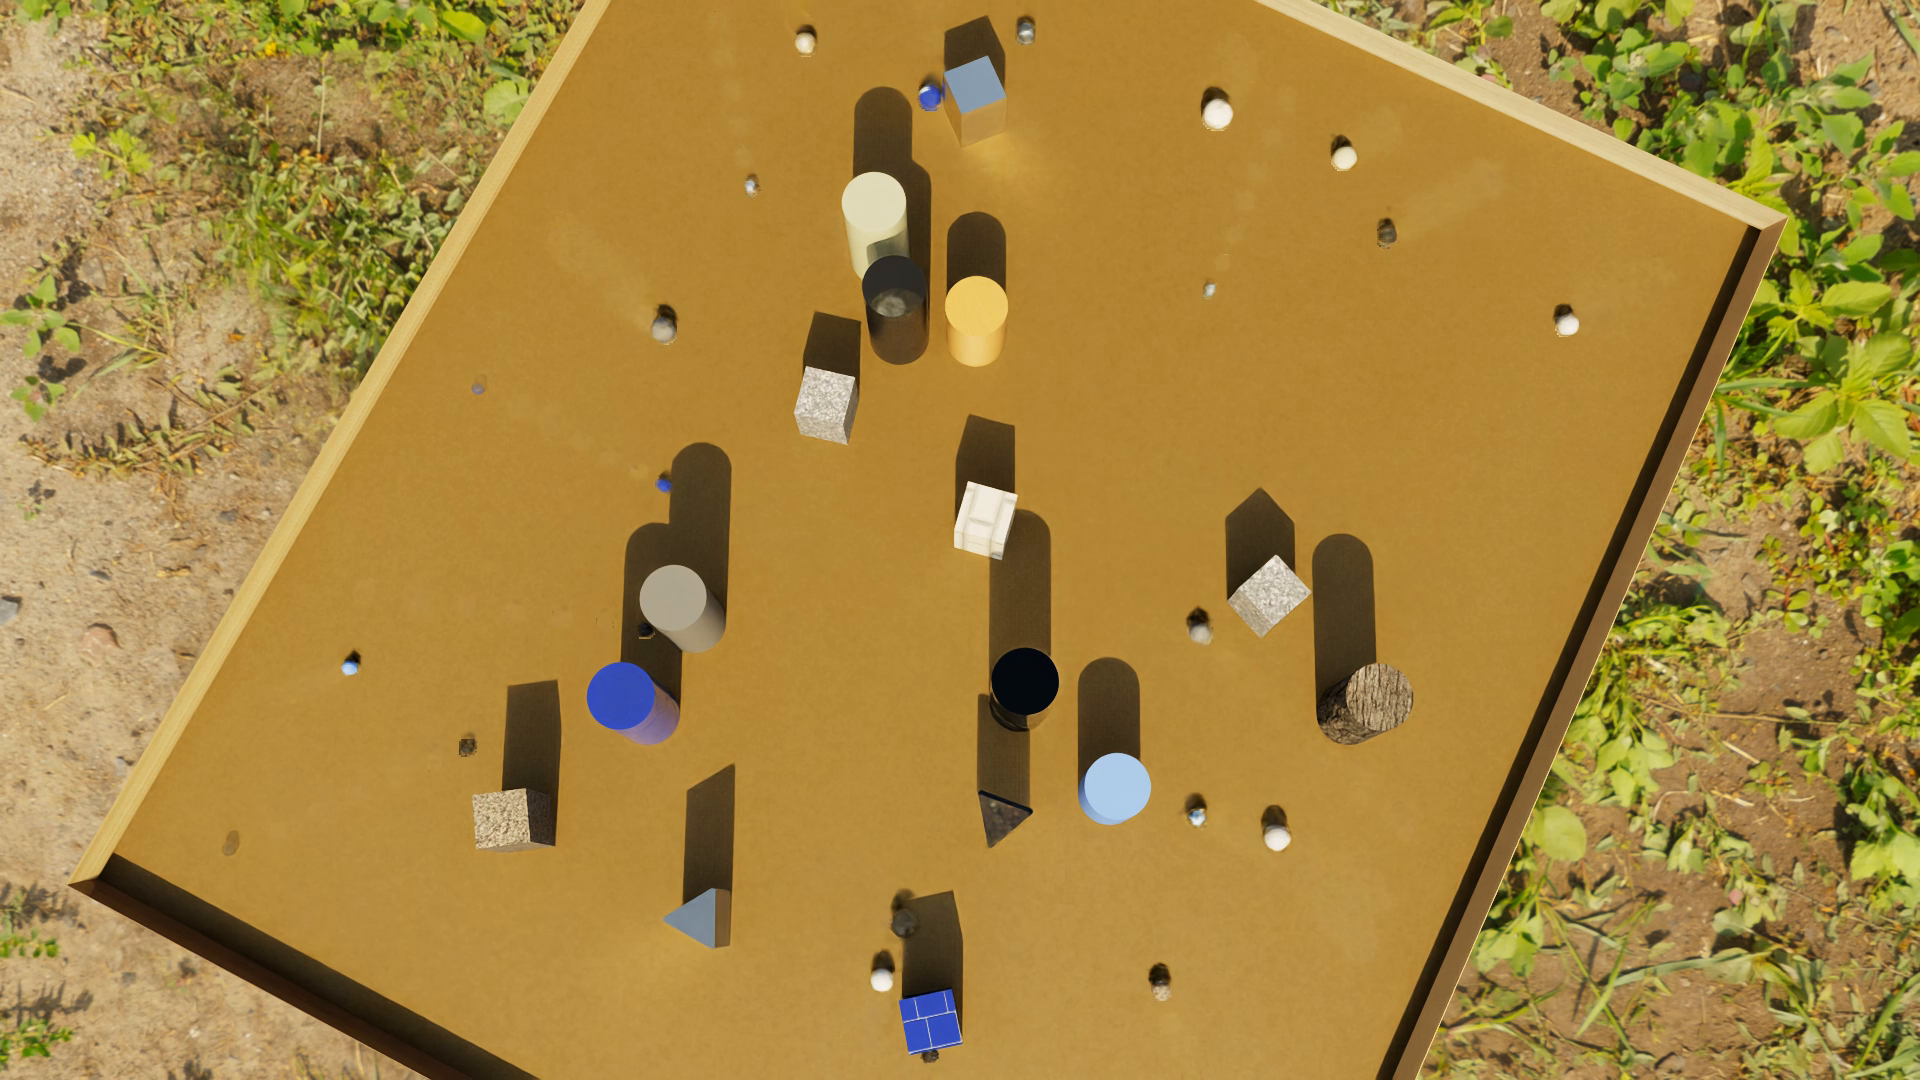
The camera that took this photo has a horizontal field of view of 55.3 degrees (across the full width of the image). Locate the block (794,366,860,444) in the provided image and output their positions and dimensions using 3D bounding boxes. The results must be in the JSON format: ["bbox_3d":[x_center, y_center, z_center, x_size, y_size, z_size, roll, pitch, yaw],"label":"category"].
[{"bbox_3d":[-0.404,-0.407,5.578,0.150,0.240,0.150,13,79,3],"label":"block"}]

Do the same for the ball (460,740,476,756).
[{"bbox_3d":[-1.469,0.619,5.466,0.044,0.044,0.044,0,78,0],"label":"ball"}]

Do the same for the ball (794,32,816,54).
[{"bbox_3d":[-0.499,-1.603,5.913,0.069,0.069,0.069,0,78,0],"label":"ball"}]

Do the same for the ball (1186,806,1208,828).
[{"bbox_3d":[0.700,0.820,5.415,0.063,0.063,0.063,0,78,0],"label":"ball"}]

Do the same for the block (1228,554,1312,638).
[{"bbox_3d":[0.918,0.171,5.456,0.150,0.246,0.150,-41,81,-8],"label":"block"}]

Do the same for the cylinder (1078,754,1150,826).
[{"bbox_3d":[0.445,0.725,5.315,0.188,0.296,0.188,0,78,0],"label":"cylinder"}]

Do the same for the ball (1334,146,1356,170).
[{"bbox_3d":[1.225,-1.217,5.830,0.074,0.074,0.074,0,78,0],"label":"ball"}]

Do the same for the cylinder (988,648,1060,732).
[{"bbox_3d":[0.180,0.437,5.288,0.188,0.466,0.188,0,78,0],"label":"cylinder"}]

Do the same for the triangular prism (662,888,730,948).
[{"bbox_3d":[-0.714,1.058,5.220,0.163,0.347,0.141,29,80,6],"label":"triangular prism"}]

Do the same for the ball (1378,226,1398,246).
[{"bbox_3d":[1.351,-0.959,5.784,0.060,0.060,0.060,0,78,0],"label":"ball"}]

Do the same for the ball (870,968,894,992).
[{"bbox_3d":[-0.226,1.276,5.318,0.068,0.068,0.068,0,78,0],"label":"ball"}]

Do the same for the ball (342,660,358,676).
[{"bbox_3d":[-1.836,0.385,5.513,0.046,0.046,0.046,0,78,0],"label":"ball"}]

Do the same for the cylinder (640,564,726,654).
[{"bbox_3d":[-0.804,0.206,5.348,0.188,0.442,0.188,0,78,0],"label":"cylinder"}]

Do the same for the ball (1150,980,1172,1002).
[{"bbox_3d":[0.583,1.306,5.315,0.061,0.061,0.061,0,78,0],"label":"ball"}]

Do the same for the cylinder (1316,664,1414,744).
[{"bbox_3d":[1.165,0.479,5.297,0.188,0.432,0.188,0,78,0],"label":"cylinder"}]

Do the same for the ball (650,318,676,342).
[{"bbox_3d":[-0.926,-0.655,5.713,0.077,0.077,0.077,0,78,0],"label":"ball"}]

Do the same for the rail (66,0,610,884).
[{"bbox_3d":[-1.634,-0.794,5.717,0.045,0.122,4.137,26,80,5],"label":"rail"}]

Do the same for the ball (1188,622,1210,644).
[{"bbox_3d":[0.723,0.279,5.525,0.067,0.067,0.067,0,78,0],"label":"ball"}]

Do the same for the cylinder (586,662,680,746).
[{"bbox_3d":[-0.935,0.477,5.281,0.188,0.464,0.188,0,78,0],"label":"cylinder"}]

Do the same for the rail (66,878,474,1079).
[{"bbox_3d":[-0.914,1.798,5.181,3.702,0.122,0.045,26,80,5],"label":"rail"}]

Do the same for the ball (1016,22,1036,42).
[{"bbox_3d":[0.213,-1.642,5.923,0.065,0.065,0.065,0,78,0],"label":"ball"}]

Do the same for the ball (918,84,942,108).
[{"bbox_3d":[-0.095,-1.421,5.872,0.075,0.075,0.075,0,78,0],"label":"ball"}]

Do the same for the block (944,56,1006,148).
[{"bbox_3d":[0.046,-1.378,5.773,0.150,0.252,0.150,-22,79,-5],"label":"block"}]

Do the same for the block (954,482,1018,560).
[{"bbox_3d":[0.076,-0.055,5.494,0.150,0.262,0.150,16,79,3],"label":"block"}]

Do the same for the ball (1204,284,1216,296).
[{"bbox_3d":[0.787,-0.785,5.758,0.040,0.040,0.040,0,78,0],"label":"ball"}]

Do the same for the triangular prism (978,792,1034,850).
[{"bbox_3d":[0.100,0.790,5.305,0.163,0.289,0.141,-39,81,-7],"label":"triangular prism"}]

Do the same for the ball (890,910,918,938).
[{"bbox_3d":[-0.161,1.120,5.342,0.083,0.083,0.083,0,78,0],"label":"ball"}]

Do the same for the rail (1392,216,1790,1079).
[{"bbox_3d":[1.634,0.807,5.386,0.045,0.122,4.137,26,80,5],"label":"rail"}]

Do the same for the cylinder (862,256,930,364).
[{"bbox_3d":[-0.189,-0.686,5.520,0.188,0.467,0.188,0,78,0],"label":"cylinder"}]

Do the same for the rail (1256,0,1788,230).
[{"bbox_3d":[0.914,-1.785,5.922,3.702,0.122,0.045,26,80,5],"label":"rail"}]

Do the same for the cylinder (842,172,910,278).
[{"bbox_3d":[-0.252,-0.941,5.578,0.188,0.456,0.188,0,78,0],"label":"cylinder"}]

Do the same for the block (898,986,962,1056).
[{"bbox_3d":[-0.082,1.362,5.203,0.150,0.257,0.150,-11,79,-2],"label":"block"}]

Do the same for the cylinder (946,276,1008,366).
[{"bbox_3d":[0.049,-0.664,5.597,0.188,0.306,0.188,0,78,0],"label":"cylinder"}]

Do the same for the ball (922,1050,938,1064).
[{"bbox_3d":[-0.086,1.483,5.280,0.049,0.049,0.049,0,78,0],"label":"ball"}]

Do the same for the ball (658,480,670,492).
[{"bbox_3d":[-0.909,-0.166,5.629,0.042,0.042,0.042,0,78,0],"label":"ball"}]

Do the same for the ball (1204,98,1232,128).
[{"bbox_3d":[0.823,-1.362,5.850,0.094,0.094,0.094,0,78,0],"label":"ball"}]

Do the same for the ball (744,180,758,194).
[{"bbox_3d":[-0.665,-1.123,5.826,0.045,0.045,0.045,0,78,0],"label":"ball"}]

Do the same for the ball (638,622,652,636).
[{"bbox_3d":[-0.950,0.272,5.539,0.042,0.042,0.042,0,78,0],"label":"ball"}]

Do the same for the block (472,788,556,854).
[{"bbox_3d":[-1.283,0.811,5.282,0.150,0.326,0.150,-7,78,-2],"label":"block"}]

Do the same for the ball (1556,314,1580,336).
[{"bbox_3d":[1.899,-0.671,5.721,0.066,0.066,0.066,0,78,0],"label":"ball"}]

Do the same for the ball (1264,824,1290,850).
[{"bbox_3d":[0.934,0.875,5.396,0.078,0.078,0.078,0,78,0],"label":"ball"}]
